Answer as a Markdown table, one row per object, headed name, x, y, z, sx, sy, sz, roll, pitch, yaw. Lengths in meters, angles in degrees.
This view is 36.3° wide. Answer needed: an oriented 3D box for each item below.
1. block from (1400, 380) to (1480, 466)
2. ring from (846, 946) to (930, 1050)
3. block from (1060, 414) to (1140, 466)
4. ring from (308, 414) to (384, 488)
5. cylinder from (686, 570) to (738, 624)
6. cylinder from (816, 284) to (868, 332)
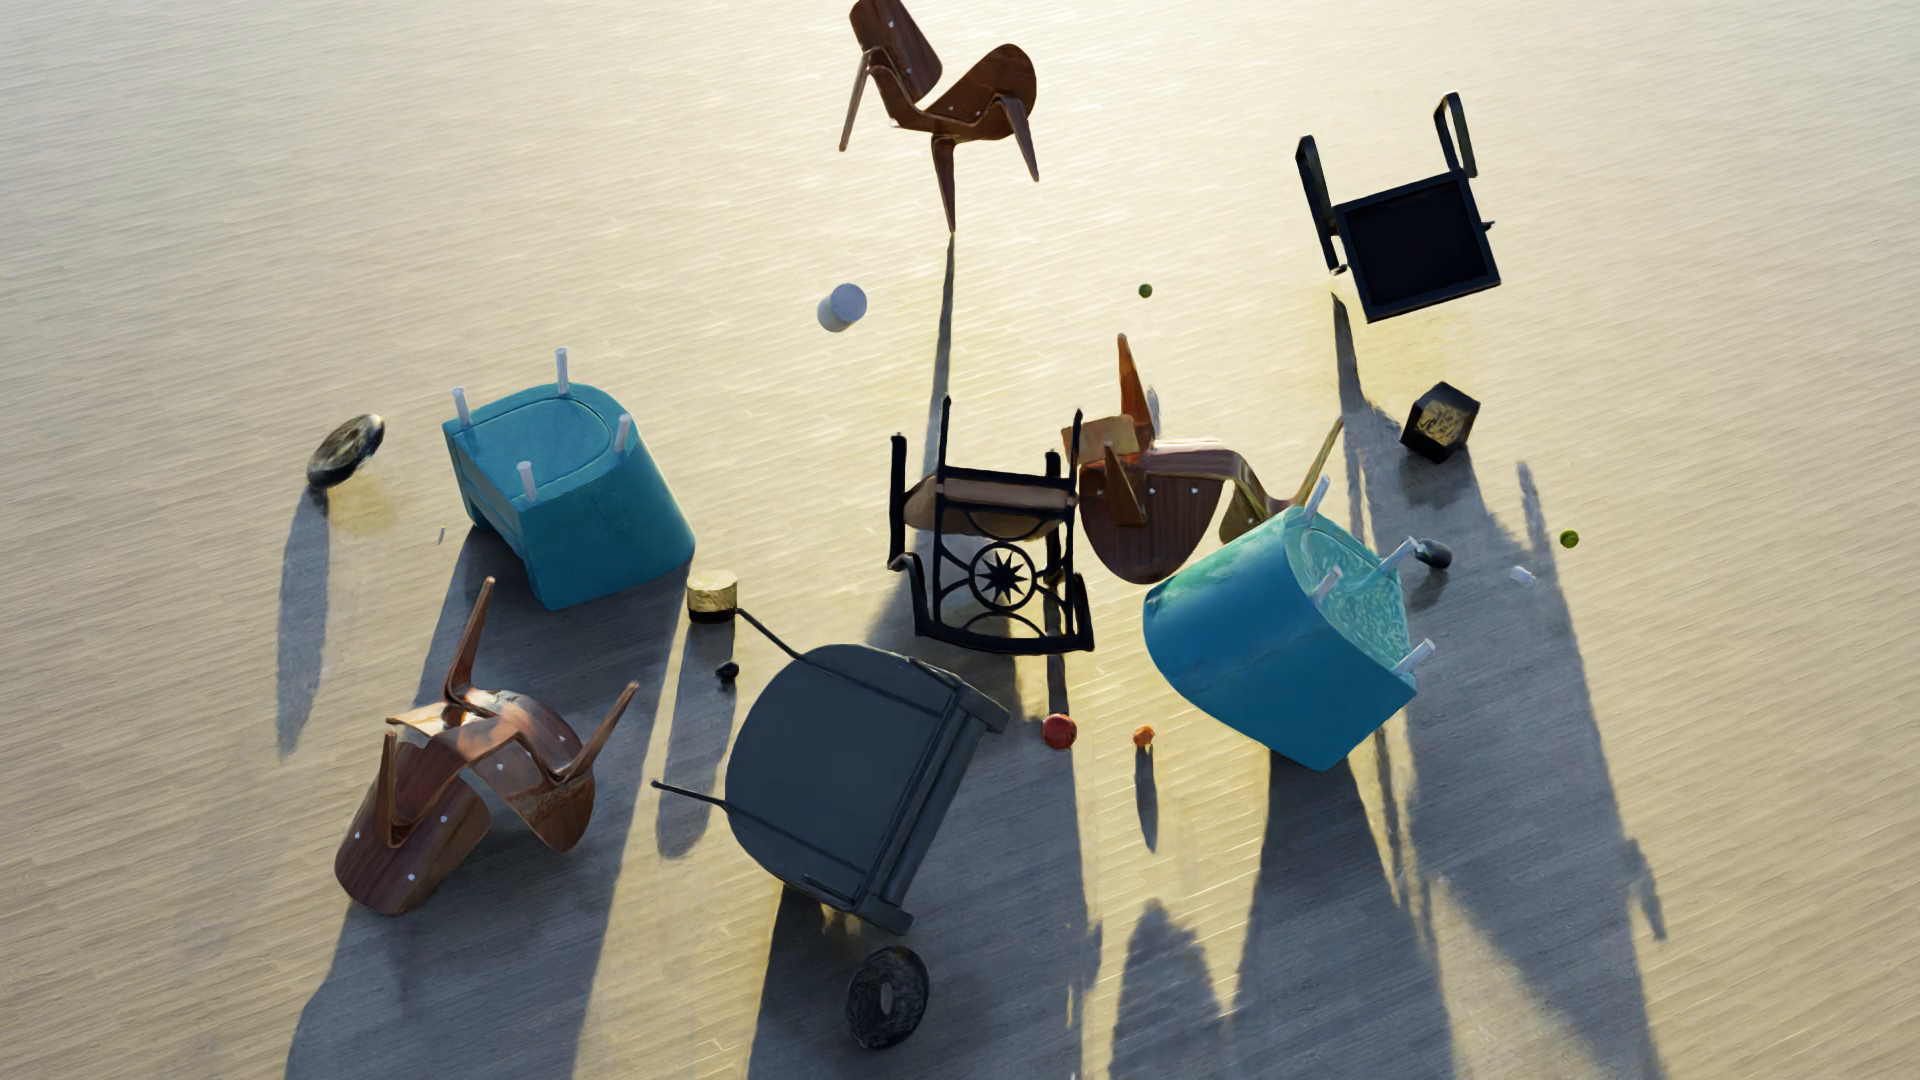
| name | x | y | z | sx | sy | sz | roll | pitch | yaw |
| --- | --- | --- | --- | --- | --- | --- | --- | --- | --- |
| block | 1.872 | -0.457 | 11.427 | 0.183 | 0.197 | 0.219 | 33 | 44 | 22 |
| ring | -0.214 | 1.342 | 8.590 | 0.104 | 0.375 | 0.262 | -4 | 50 | -43 |
| block | 0.497 | -0.354 | 10.406 | 0.216 | 0.138 | 0.141 | -13 | -1 | 32 |
| ring | -2.359 | -0.342 | 11.264 | 0.358 | 0.082 | 0.402 | -25 | 32 | 22 |
| cylinder | -0.886 | 0.203 | 10.490 | 0.170 | 0.131 | 0.194 | 12 | 27 | 26 |
| cylinder | -0.457 | -0.899 | 11.362 | 0.150 | 0.155 | 0.175 | 0 | -10 | -21 |
